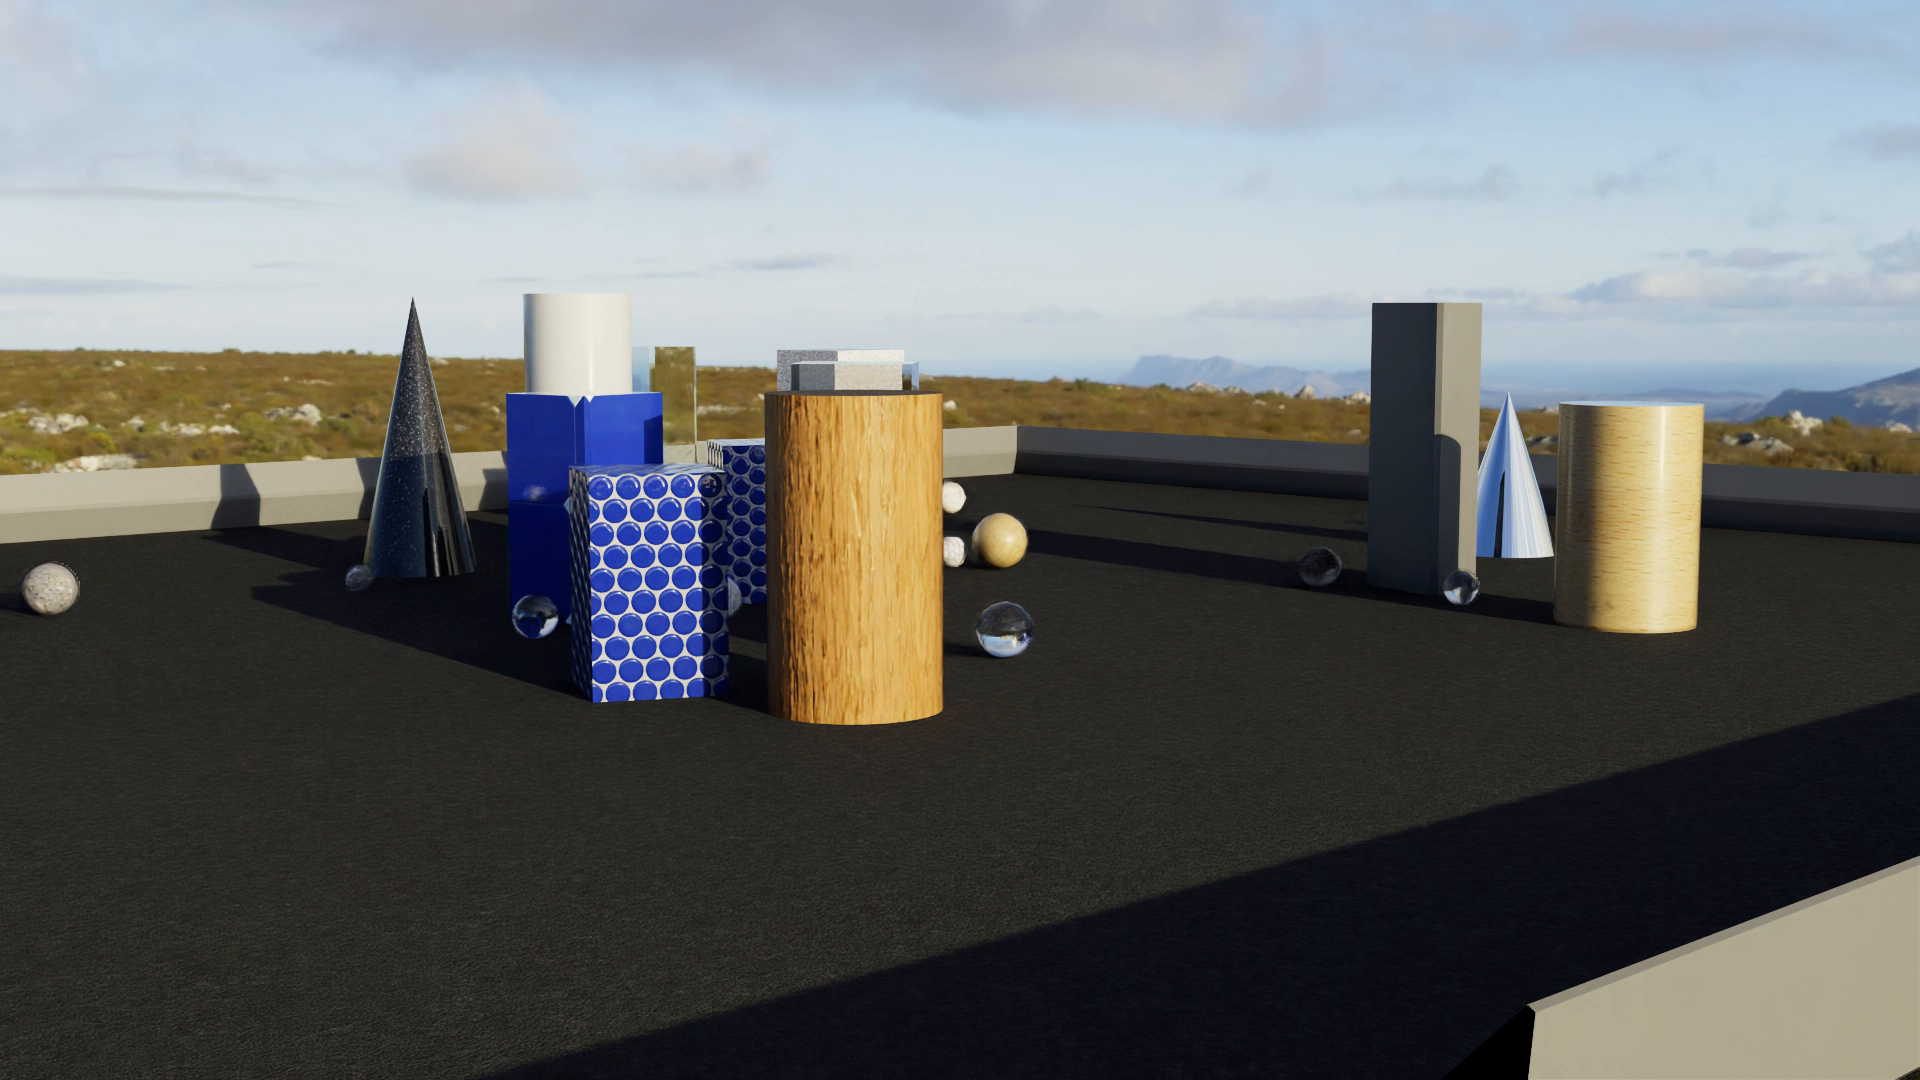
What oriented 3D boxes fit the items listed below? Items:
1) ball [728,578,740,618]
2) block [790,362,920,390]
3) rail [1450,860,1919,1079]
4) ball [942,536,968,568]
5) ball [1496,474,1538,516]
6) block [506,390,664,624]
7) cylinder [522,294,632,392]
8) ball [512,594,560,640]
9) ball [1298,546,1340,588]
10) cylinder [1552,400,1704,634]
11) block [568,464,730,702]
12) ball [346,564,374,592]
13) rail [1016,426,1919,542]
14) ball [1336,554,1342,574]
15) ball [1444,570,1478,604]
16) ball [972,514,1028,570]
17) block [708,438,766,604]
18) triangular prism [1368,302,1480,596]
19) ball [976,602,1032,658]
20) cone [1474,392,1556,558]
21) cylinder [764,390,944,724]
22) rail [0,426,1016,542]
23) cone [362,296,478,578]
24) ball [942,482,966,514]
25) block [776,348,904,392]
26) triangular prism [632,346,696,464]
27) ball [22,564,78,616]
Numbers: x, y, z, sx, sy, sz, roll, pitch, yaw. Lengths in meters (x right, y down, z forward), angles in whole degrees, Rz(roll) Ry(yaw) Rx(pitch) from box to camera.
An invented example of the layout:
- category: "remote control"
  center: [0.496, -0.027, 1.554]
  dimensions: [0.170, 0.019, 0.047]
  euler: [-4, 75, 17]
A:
- category: "ball"
  center: [-0.350, 0.082, 3.170]
  dimensions: [0.067, 0.067, 0.067]
  euler: [0, 6, 0]
- category: "block"
  center: [-0.138, -0.050, 2.951]
  dimensions: [0.158, 0.375, 0.158]
  euler: [0, 6, 2]
- category: "rail"
  center: [1.270, 0.176, 1.963]
  dimensions: [3.924, 0.128, 0.045]
  euler: [-5, 8, -42]
- category: "ball"
  center: [-0.014, 0.021, 3.820]
  dimensions: [0.054, 0.054, 0.054]
  euler: [0, 6, 0]
- category: "ball"
  center: [1.209, -0.097, 4.779]
  dimensions: [0.090, 0.090, 0.090]
  euler: [0, 6, 0]
- category: "block"
  center: [-0.544, -0.051, 3.206]
  dimensions: [0.158, 0.325, 0.158]
  euler: [4, 7, 36]
- category: "cylinder"
  center: [-0.705, -0.217, 4.072]
  dimensions: [0.198, 0.475, 0.198]
  euler: [0, 6, 0]
- category: "ball"
  center: [-0.577, 0.103, 2.988]
  dimensions: [0.063, 0.063, 0.063]
  euler: [0, 6, 0]
- category: "ball"
  center: [0.580, 0.043, 3.551]
  dimensions: [0.065, 0.065, 0.065]
  euler: [0, 6, 0]
- category: "cylinder"
  center: [0.949, -0.037, 3.126]
  dimensions: [0.198, 0.314, 0.198]
  euler: [0, 6, 0]
- category: "block"
  center: [-0.368, 0.046, 2.592]
  dimensions: [0.158, 0.260, 0.158]
  euler: [-2, 6, -18]
- category: "ball"
  center: [-0.951, 0.061, 3.486]
  dimensions: [0.044, 0.044, 0.044]
  euler: [0, 6, 0]
- category: "rail"
  center: [1.425, -0.103, 4.639]
  dimensions: [0.045, 0.128, 3.792]
  euler: [-5, 8, -42]
- category: "ball"
  center: [0.605, 0.043, 3.630]
  dimensions: [0.050, 0.050, 0.050]
  euler: [0, 6, 0]
- category: "ball"
  center: [0.759, 0.073, 3.335]
  dimensions: [0.052, 0.052, 0.052]
  euler: [0, 6, 0]
- category: "ball"
  center: [0.069, 0.002, 3.796]
  dimensions: [0.096, 0.096, 0.096]
  euler: [0, 6, 0]
- category: "block"
  center: [-0.302, -0.032, 3.424]
  dimensions: [0.158, 0.242, 0.158]
  euler: [-2, 6, -15]
- category: "triangular prism"
  center: [0.727, -0.151, 3.527]
  dimensions: [0.148, 0.457, 0.171]
  euler: [4, 7, 34]
- category: "ball"
  center: [0.057, 0.115, 2.825]
  dimensions: [0.072, 0.072, 0.072]
  euler: [0, 6, 0]
- category: "cone"
  center: [1.007, -0.127, 4.054]
  dimensions: [0.198, 0.299, 0.198]
  euler: [0, 6, 0]
- category: "cylinder"
  center: [-0.118, 0.013, 2.452]
  dimensions: [0.198, 0.354, 0.198]
  euler: [0, 6, 0]
- category: "rail"
  center: [-1.270, -0.109, 4.700]
  dimensions: [3.924, 0.128, 0.045]
  euler: [-5, 8, -42]
- category: "cone"
  center: [-0.928, -0.182, 3.752]
  dimensions: [0.198, 0.471, 0.198]
  euler: [0, 6, 0]
- category: "ball"
  center: [-0.023, -0.093, 4.831]
  dimensions: [0.071, 0.071, 0.071]
  euler: [0, 6, 0]
- category: "block"
  center: [-0.210, -0.148, 3.890]
  dimensions: [0.158, 0.376, 0.158]
  euler: [6, 8, 44]
- category: "triangular prism"
  center: [-0.640, -0.219, 4.594]
  dimensions: [0.171, 0.371, 0.148]
  euler: [-1, 6, -10]
- category: "ball"
  center: [-1.332, 0.072, 3.220]
  dimensions: [0.076, 0.076, 0.076]
  euler: [0, 6, 0]
